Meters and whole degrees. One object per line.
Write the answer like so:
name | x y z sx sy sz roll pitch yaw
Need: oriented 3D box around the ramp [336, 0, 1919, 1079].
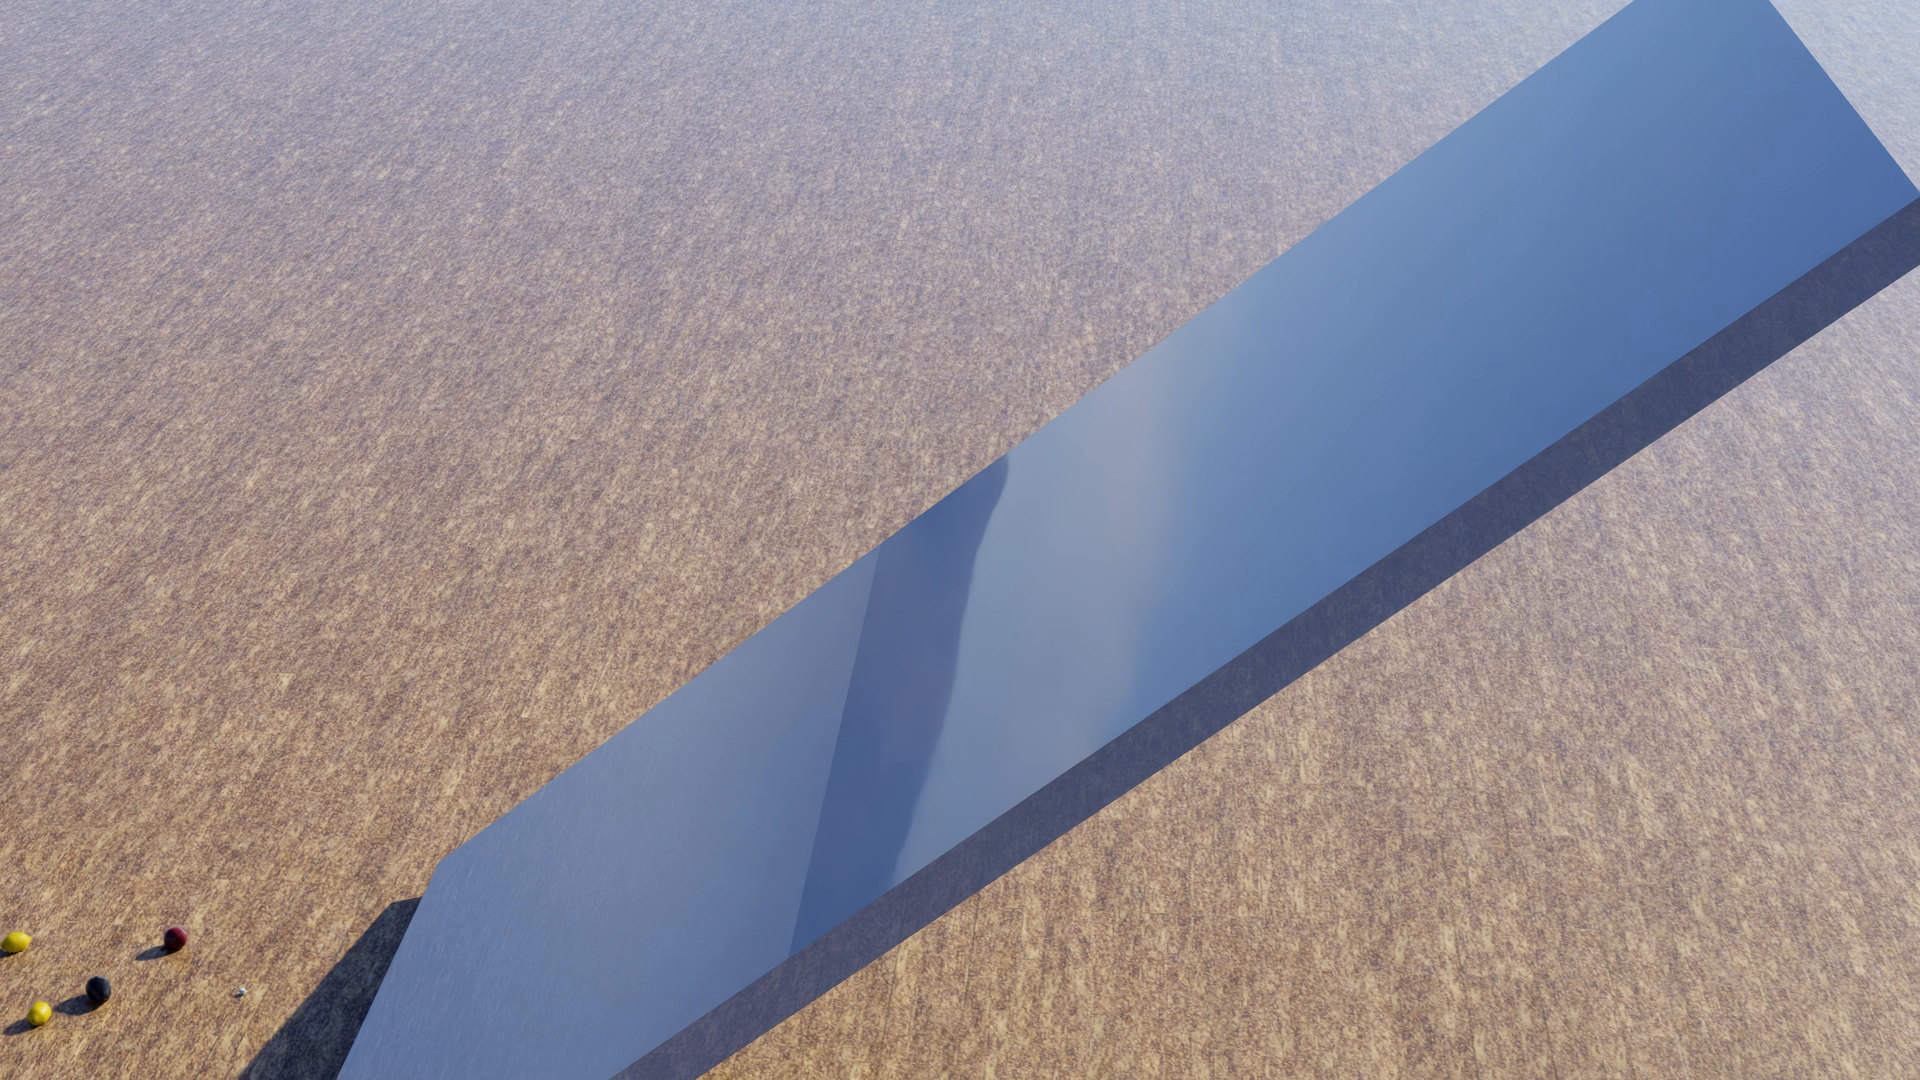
ramp | 0.123 0.184 6.336 4.000 0.100 2.000 -36 16 18
